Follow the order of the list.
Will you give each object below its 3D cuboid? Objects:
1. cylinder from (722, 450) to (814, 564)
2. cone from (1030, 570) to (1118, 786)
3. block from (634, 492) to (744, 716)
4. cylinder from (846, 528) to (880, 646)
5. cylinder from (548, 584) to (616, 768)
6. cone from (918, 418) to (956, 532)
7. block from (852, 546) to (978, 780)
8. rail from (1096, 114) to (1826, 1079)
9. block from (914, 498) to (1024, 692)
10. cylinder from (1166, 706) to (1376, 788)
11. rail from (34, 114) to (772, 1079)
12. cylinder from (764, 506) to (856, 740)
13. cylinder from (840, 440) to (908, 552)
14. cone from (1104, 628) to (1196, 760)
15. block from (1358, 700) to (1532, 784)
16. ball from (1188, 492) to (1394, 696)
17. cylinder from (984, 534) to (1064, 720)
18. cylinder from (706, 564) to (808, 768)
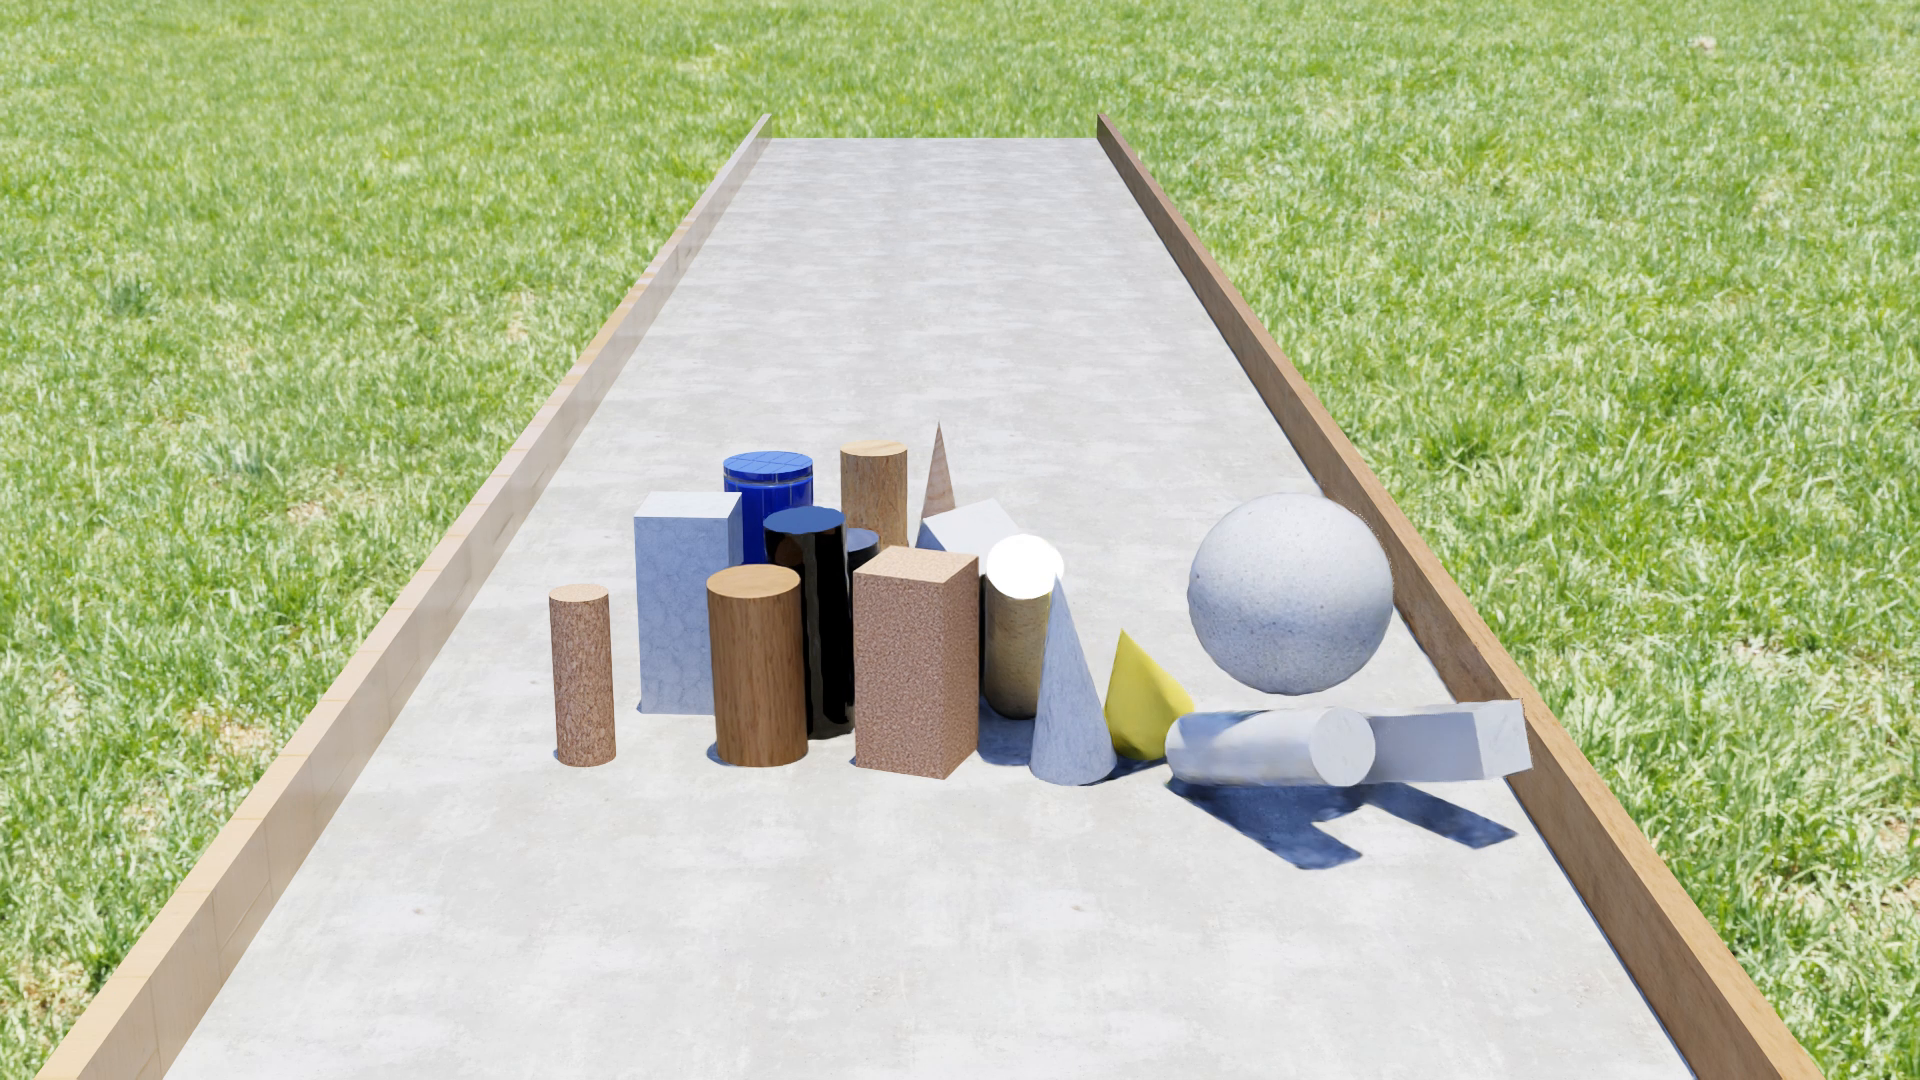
[{"bbox_3d":[-0.375,0.046,4.350,0.176,0.413,0.176,0,17,0],"label":"cylinder"},{"bbox_3d":[0.180,0.216,3.771,0.154,0.392,0.154,-5,28,3],"label":"cone"},{"bbox_3d":[-0.506,0.118,4.151,0.173,0.386,0.173,1,17,3],"label":"block"},{"bbox_3d":[-0.210,0.151,4.145,0.141,0.317,0.141,-4,19,1],"label":"cylinder"},{"bbox_3d":[-0.666,0.239,3.883,0.103,0.308,0.103,0,17,0],"label":"cylinder"},{"bbox_3d":[-0.046,-0.093,4.899,0.134,0.365,0.134,0,17,0],"label":"cone"},{"bbox_3d":[-0.075,0.214,3.873,0.168,0.361,0.168,6,18,21],"label":"block"},{"bbox_3d":[0.932,-0.844,7.801,0.050,0.150,12.000,0,17,-1],"label":"rail"},{"bbox_3d":[0.000,0.122,4.094,0.157,0.368,0.157,-17,53,-30],"label":"block"},{"bbox_3d":[0.503,0.342,3.621,0.126,0.126,0.415,-9,-1,-28],"label":"cylinder"},{"bbox_3d":[-1.118,-0.838,7.780,0.050,0.150,12.000,0,17,-1],"label":"rail"},{"bbox_3d":[-0.271,0.151,4.005,0.149,0.398,0.149,-2,19,1],"label":"cylinder"},{"bbox_3d":[-0.179,-0.011,4.605,0.139,0.375,0.139,0,17,0],"label":"cylinder"},{"bbox_3d":[0.306,0.234,3.835,0.172,0.305,0.172,-7,54,10],"label":"cone"},{"bbox_3d":[0.773,0.340,3.678,0.112,0.112,0.359,-9,-1,-34],"label":"block"},{"bbox_3d":[0.553,0.090,3.681,0.342,0.342,0.342,0,17,0],"label":"ball"},{"bbox_3d":[0.112,0.163,3.971,0.133,0.406,0.133,0,54,0],"label":"cylinder"},{"bbox_3d":[-0.357,0.223,3.893,0.163,0.323,0.163,-1,20,0],"label":"cylinder"}]
